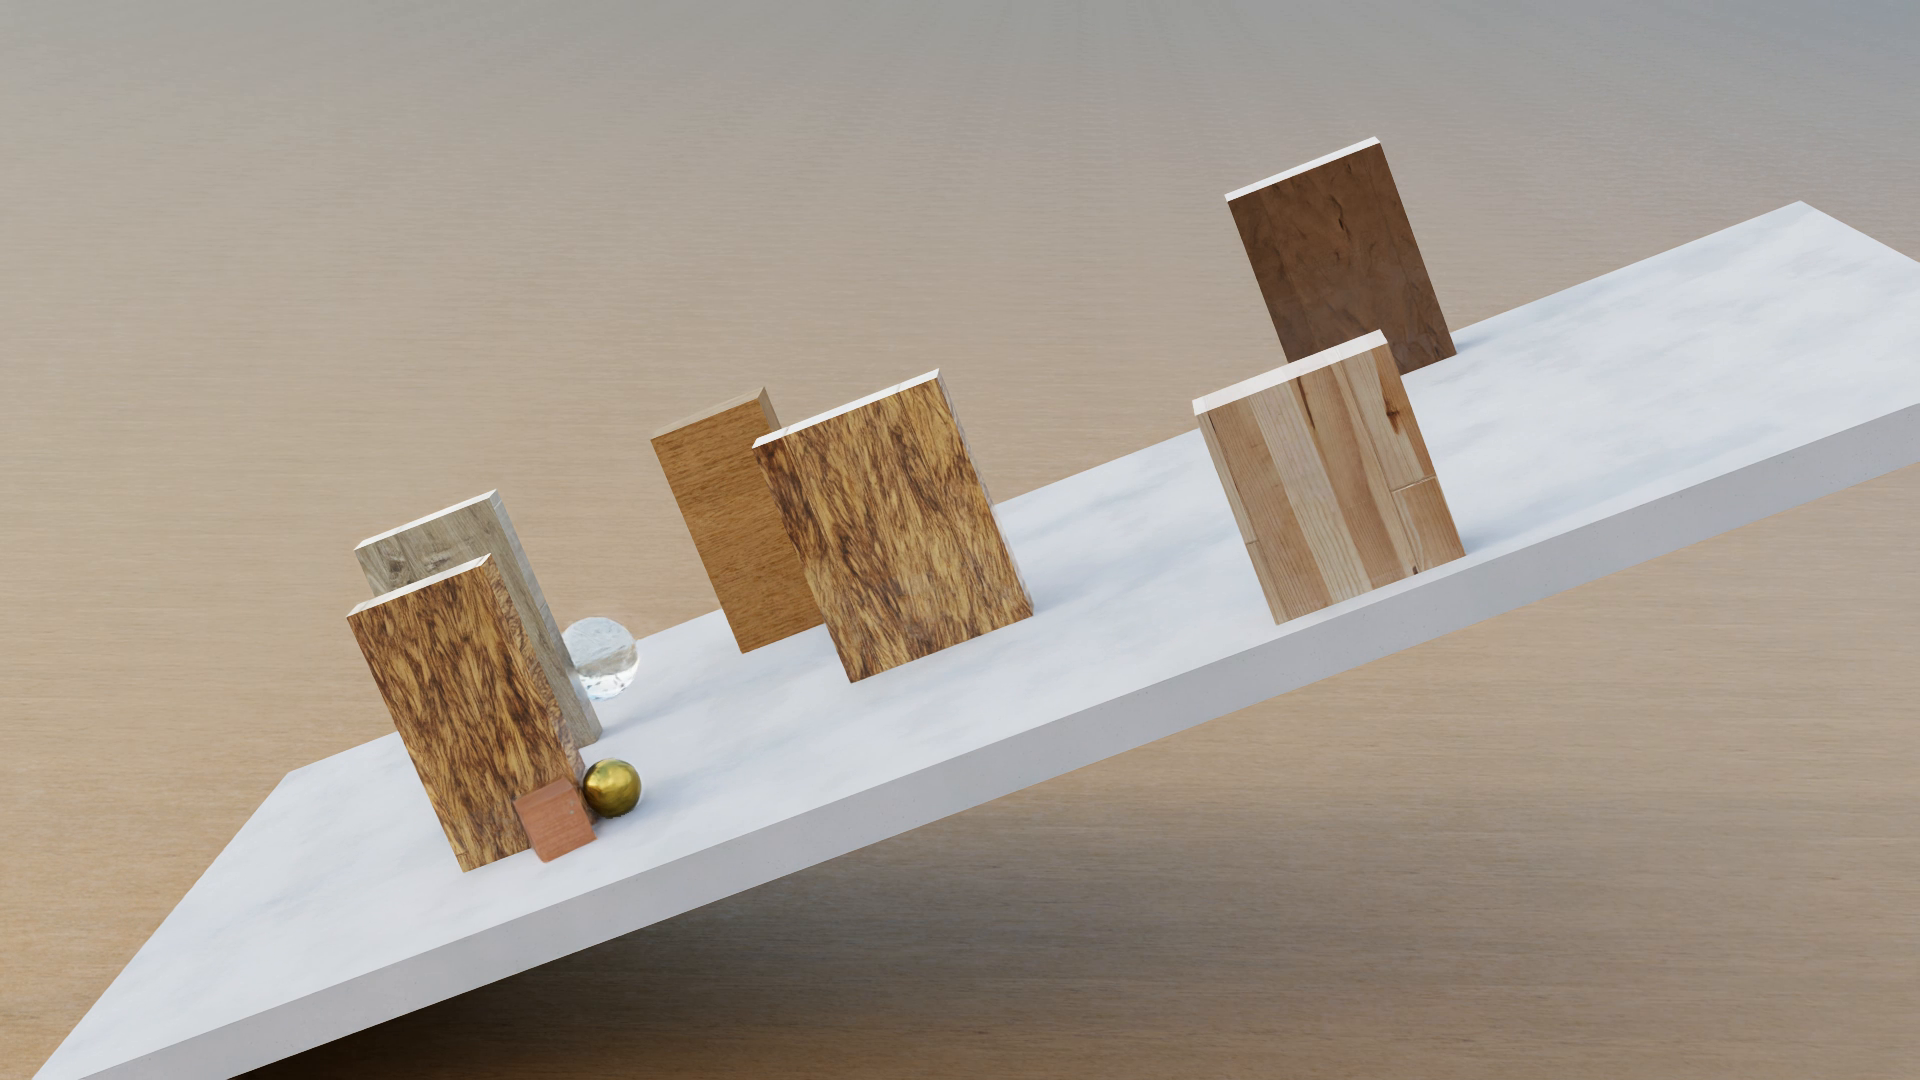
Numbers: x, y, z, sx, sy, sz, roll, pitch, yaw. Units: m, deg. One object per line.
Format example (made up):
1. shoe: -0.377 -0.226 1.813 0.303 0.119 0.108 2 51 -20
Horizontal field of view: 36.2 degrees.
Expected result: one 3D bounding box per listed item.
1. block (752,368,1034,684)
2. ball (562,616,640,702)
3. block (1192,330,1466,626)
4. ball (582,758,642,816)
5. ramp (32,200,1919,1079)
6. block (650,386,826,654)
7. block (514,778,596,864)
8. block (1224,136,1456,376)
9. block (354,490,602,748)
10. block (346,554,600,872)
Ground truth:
1. block: -0.135 -0.027 6.091 0.408 0.537 0.101 -21 12 7
2. ball: -0.824 0.270 6.665 0.193 0.193 0.193 0 14 0
3. block: 0.666 -0.113 5.325 0.363 0.416 0.141 -21 12 7
4. ball: -0.689 0.490 5.829 0.116 0.116 0.116 0 14 0
5. ramp: 0.122 0.174 6.291 4.000 0.100 2.000 -21 12 7
6. block: -0.477 -0.045 6.774 0.264 0.541 0.144 -21 12 7
7. block: -0.795 0.549 5.765 0.113 0.113 0.113 -25 12 -13
8. block: 0.891 -0.622 6.889 0.373 0.530 0.127 -21 12 7
9. block: -1.062 0.224 6.507 0.325 0.595 0.086 -21 12 7
10. block: -0.961 0.346 5.851 0.292 0.569 0.096 -21 12 7
